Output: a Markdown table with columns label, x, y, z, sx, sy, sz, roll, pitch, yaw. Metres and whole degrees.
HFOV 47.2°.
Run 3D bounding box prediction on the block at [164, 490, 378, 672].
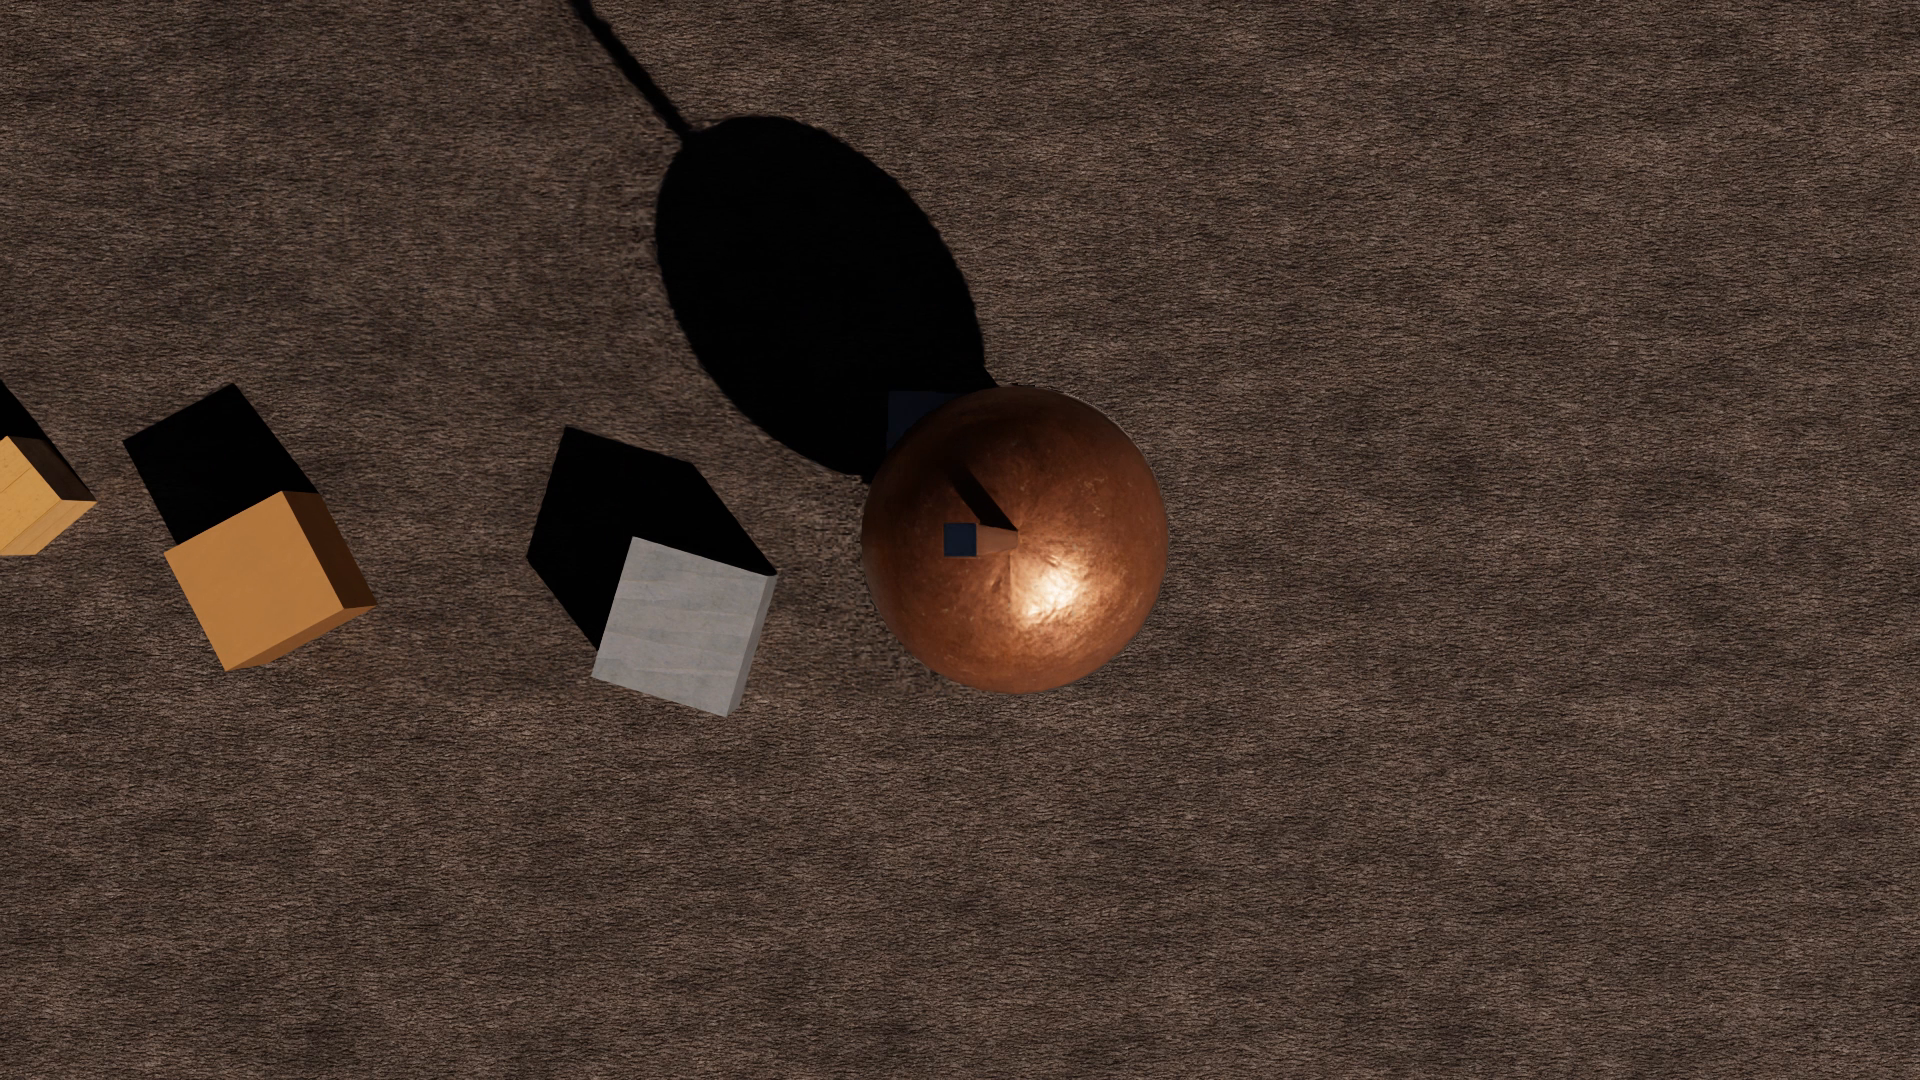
| label | x | y | z | sx | sy | sz | roll | pitch | yaw |
| --- | --- | --- | --- | --- | --- | --- | --- | --- | --- |
| block | -3.942 | 0.229 | 12.636 | 0.746 | 0.728 | 0.746 | -28 | 90 | 0 |

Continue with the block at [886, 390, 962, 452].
| label | x | y | z | sx | sy | sz | roll | pitch | yaw |
| --- | --- | --- | --- | --- | --- | --- | --- | --- | --- |
| block | -0.060 | -0.484 | 12.652 | 0.705 | 0.695 | 0.681 | 2 | 90 | 0 |

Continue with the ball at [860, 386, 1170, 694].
| label | x | y | z | sx | sy | sz | roll | pitch | yaw |
| --- | --- | --- | --- | --- | --- | --- | --- | --- | --- |
| ball | 0.282 | 0.000 | 11.411 | 1.600 | 1.600 | 1.600 | 0 | 90 | 0 |

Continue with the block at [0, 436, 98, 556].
| label | x | y | z | sx | sy | sz | roll | pitch | yaw |
| --- | --- | --- | --- | --- | --- | --- | --- | --- | --- |
| block | -5.436 | -0.252 | 12.736 | 0.486 | 0.528 | 0.478 | -40 | 90 | 0 |

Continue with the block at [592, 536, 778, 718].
| label | x | y | z | sx | sy | sz | roll | pitch | yaw |
| --- | --- | --- | --- | --- | --- | --- | --- | --- | --- |
| block | -1.567 | 0.484 | 12.637 | 0.787 | 0.726 | 0.820 | 17 | 90 | 0 |

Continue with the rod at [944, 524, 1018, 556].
| label | x | y | z | sx | sy | sz | roll | pitch | yaw |
| --- | --- | --- | --- | --- | --- | --- | --- | --- | --- |
| rod | 0.122 | 0.000 | 8.015 | 0.080 | 5.200 | 0.080 | 0 | 90 | 3 |
